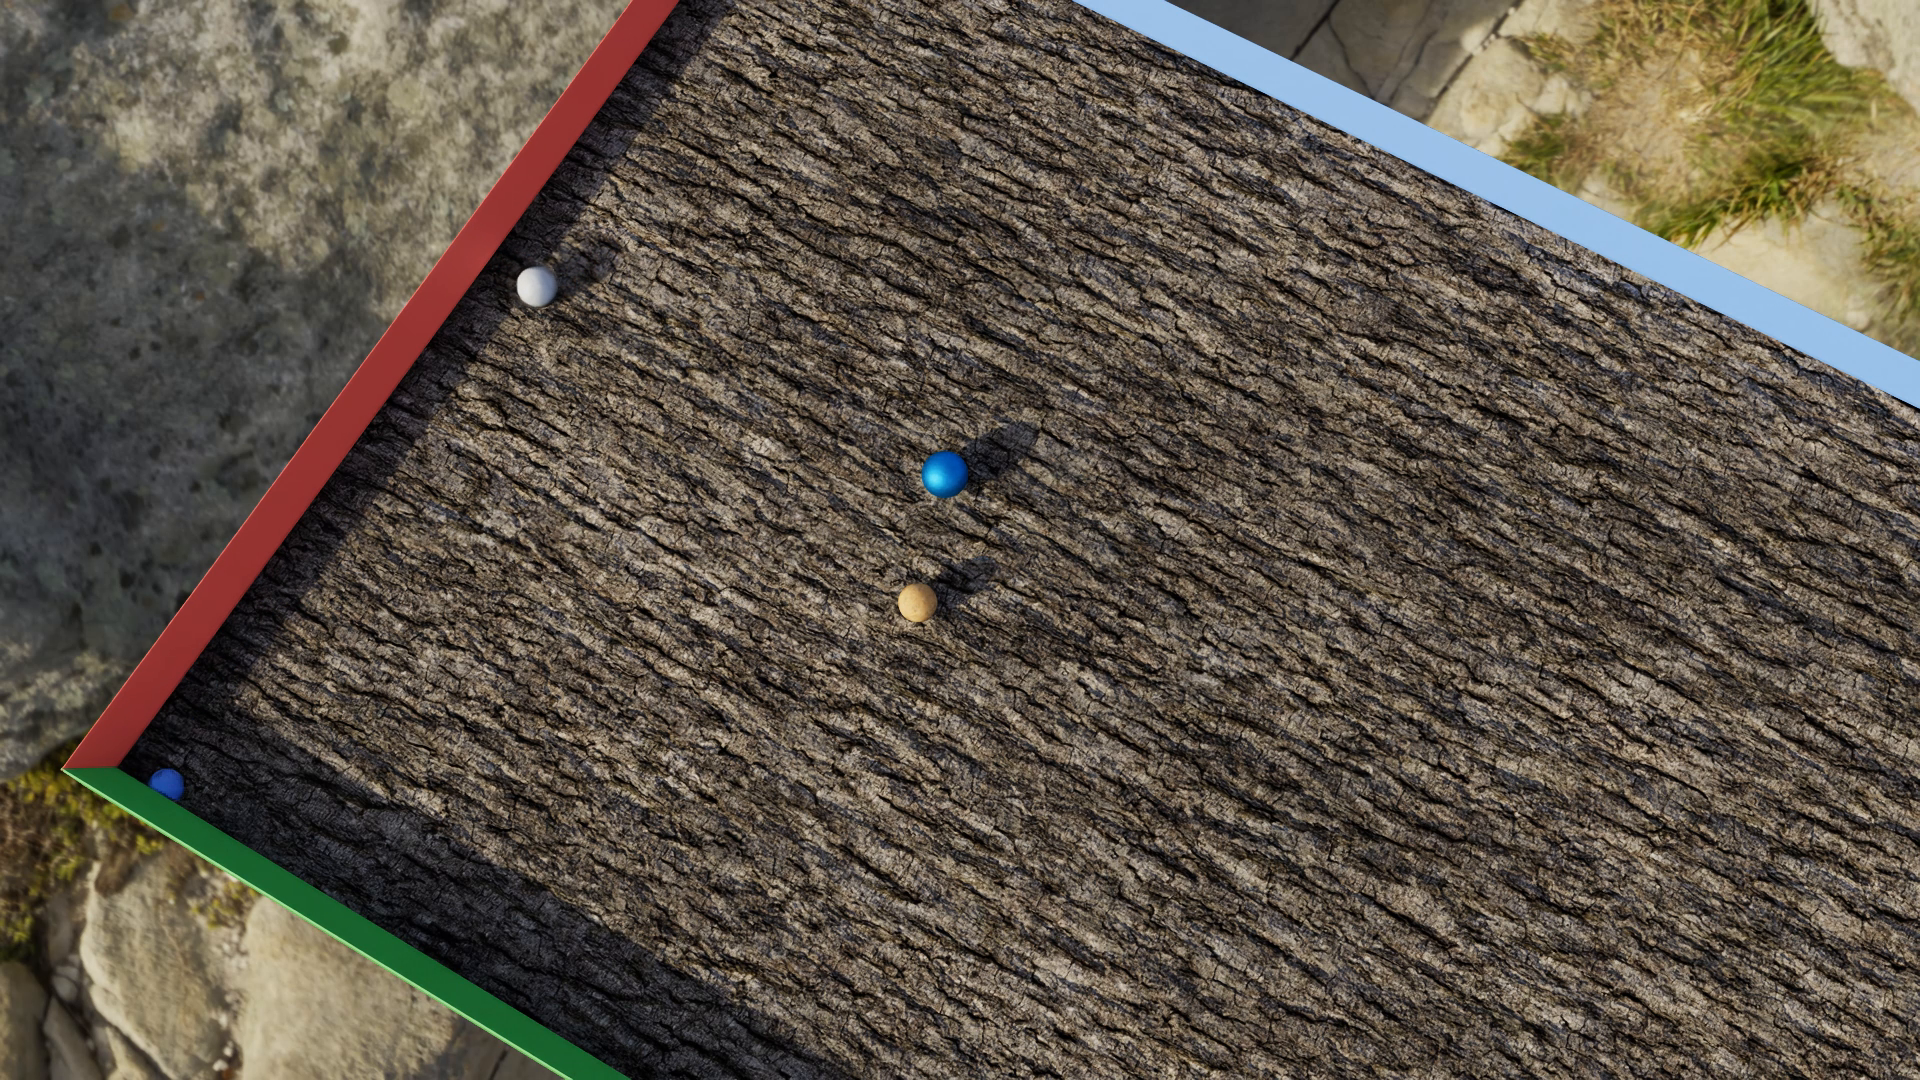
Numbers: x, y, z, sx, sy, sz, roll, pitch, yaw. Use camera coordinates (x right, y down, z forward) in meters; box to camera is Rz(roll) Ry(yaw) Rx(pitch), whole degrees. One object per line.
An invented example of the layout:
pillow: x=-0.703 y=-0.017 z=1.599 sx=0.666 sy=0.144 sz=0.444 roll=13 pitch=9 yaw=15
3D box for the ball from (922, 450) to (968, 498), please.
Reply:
ball: x=-0.024 y=-0.104 z=3.499 sx=0.075 sy=0.075 sz=0.075 roll=0 pitch=69 yaw=0

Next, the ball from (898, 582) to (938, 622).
ball: x=-0.066 y=0.097 z=3.429 sx=0.062 sy=0.062 sz=0.062 roll=0 pitch=69 yaw=0

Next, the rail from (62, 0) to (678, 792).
rail: x=-0.813 y=-0.444 z=3.614 sx=0.045 sy=0.101 sz=2.008 roll=28 pitch=72 yaw=10

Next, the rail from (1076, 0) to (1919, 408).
rail: x=1.322 y=-0.353 z=3.579 sx=3.847 sy=0.101 sz=0.045 roll=28 pitch=72 yaw=10

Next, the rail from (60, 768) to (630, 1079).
rail: x=0.345 y=1.235 z=2.973 sx=3.847 sy=0.101 sz=0.045 roll=28 pitch=72 yaw=10

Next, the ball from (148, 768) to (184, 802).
ball: x=-1.201 y=0.372 z=3.329 sx=0.053 sy=0.053 sz=0.053 roll=0 pitch=69 yaw=0

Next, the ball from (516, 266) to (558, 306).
ball: x=-0.696 y=-0.419 z=3.623 sx=0.067 sy=0.067 sz=0.067 roll=0 pitch=69 yaw=0
